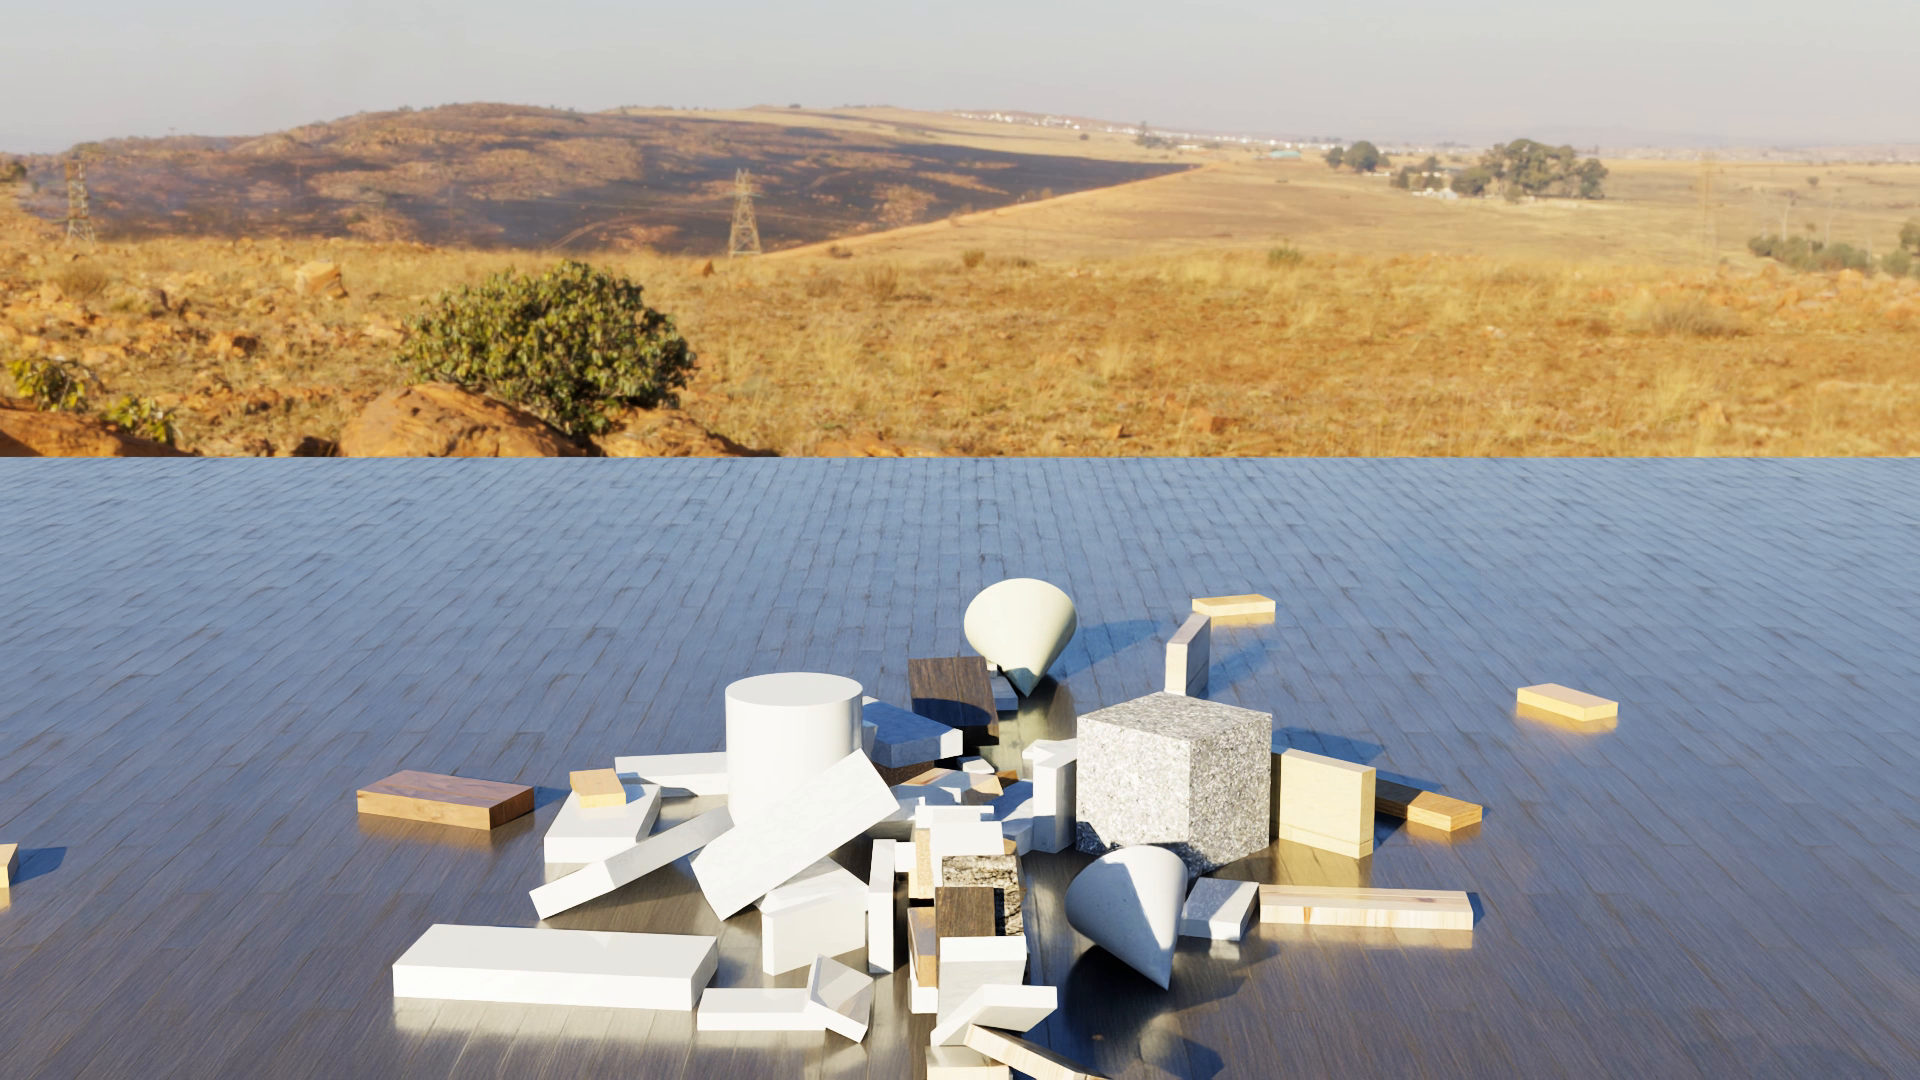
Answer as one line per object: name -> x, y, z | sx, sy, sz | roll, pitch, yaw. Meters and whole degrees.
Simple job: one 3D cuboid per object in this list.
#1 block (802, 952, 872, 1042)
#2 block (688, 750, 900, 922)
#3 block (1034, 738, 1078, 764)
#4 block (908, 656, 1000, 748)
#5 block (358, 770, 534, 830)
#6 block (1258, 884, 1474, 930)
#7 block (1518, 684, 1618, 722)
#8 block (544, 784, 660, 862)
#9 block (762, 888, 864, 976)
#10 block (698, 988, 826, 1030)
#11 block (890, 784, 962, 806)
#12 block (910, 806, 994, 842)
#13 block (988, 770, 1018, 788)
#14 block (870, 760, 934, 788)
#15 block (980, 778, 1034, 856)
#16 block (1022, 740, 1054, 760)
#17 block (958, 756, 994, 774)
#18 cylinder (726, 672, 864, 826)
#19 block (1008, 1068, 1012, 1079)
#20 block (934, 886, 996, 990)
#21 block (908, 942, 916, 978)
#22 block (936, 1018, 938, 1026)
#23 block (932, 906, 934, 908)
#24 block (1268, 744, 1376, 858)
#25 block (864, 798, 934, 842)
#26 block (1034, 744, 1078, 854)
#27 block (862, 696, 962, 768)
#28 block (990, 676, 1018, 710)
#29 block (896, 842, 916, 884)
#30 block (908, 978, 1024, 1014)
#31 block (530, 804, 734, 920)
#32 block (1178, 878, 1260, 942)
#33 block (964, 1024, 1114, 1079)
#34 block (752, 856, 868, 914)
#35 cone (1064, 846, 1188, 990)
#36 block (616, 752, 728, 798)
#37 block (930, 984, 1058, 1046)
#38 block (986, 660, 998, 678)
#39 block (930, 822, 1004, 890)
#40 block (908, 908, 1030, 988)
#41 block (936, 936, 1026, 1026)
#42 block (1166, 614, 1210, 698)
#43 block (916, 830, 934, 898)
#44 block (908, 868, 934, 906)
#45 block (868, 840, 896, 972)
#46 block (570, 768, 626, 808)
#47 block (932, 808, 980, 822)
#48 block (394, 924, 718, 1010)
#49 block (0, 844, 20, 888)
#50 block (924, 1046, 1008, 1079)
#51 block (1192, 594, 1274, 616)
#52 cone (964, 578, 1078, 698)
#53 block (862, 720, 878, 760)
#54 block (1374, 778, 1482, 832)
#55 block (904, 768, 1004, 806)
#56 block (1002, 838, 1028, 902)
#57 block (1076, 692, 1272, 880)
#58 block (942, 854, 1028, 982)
block -> -0.174, 0.654, 3.151 | 0.090, 0.025, 0.180 | 26, 9, -5
block -> -0.276, 0.483, 3.629 | 0.340, 0.048, 0.170 | -32, 22, -7
block -> 0.340, 0.426, 4.430 | 0.361, 0.044, 0.154 | -7, 13, -33
block -> -0.016, 0.338, 4.619 | 0.168, 0.048, 0.336 | -2, 22, -4
block -> -0.963, 0.485, 4.119 | 0.292, 0.041, 0.146 | 4, 11, 22
block -> 0.655, 0.595, 3.566 | 0.334, 0.028, 0.100 | 1, 11, 6
block -> 1.338, 0.357, 4.848 | 0.100, 0.028, 0.200 | -6, 12, -29
block -> -0.642, 0.510, 3.977 | 0.158, 0.045, 0.316 | 0, 11, 0
block -> -0.223, 0.599, 3.373 | 0.180, 0.090, 0.026 | -10, 14, -42
block -> -0.281, 0.673, 3.154 | 0.180, 0.026, 0.090 | 0, 11, 0
block -> -0.120, 0.473, 3.853 | 0.126, 0.036, 0.252 | 8, -20, -32
block -> -0.017, 0.499, 3.687 | 0.126, 0.036, 0.253 | 0, -23, -4
block -> 0.021, 0.464, 4.163 | 0.162, 0.023, 0.081 | -12, 3, 36
block -> -0.236, 0.433, 4.383 | 0.336, 0.048, 0.168 | 8, 13, 36
block -> 0.108, 0.505, 4.005 | 0.154, 0.044, 0.309 | 6, 12, 30
block -> 0.166, 0.429, 4.498 | 0.049, 0.014, 0.097 | 4, 11, 19
block -> 0.031, 0.451, 4.379 | 0.049, 0.014, 0.097 | -3, 11, -15
cylinder -> -0.303, 0.395, 4.035 | 0.250, 0.250, 0.250 | 0, 11, 0
block -> 0.013, 0.698, 2.864 | 0.097, 0.028, 0.194 | 0, -6, -3
block -> 0.007, 0.514, 2.847 | 0.077, 0.022, 0.154 | 0, 39, -2
block -> -0.001, 0.608, 3.241 | 0.148, 0.042, 0.296 | -1, -5, -2
block -> 0.006, 0.678, 3.065 | 0.060, 0.017, 0.120 | 0, -4, -9
block -> -0.020, 0.582, 3.453 | 0.049, 0.014, 0.097 | -3, -5, 12
block -> 0.601, 0.459, 3.952 | 0.310, 0.155, 0.044 | 10, 14, 43
block -> -0.095, 0.487, 3.777 | 0.126, 0.036, 0.253 | -6, -18, 10
block -> 0.235, 0.448, 4.011 | 0.044, 0.155, 0.338 | 6, 12, 30
block -> -0.162, 0.382, 4.399 | 0.168, 0.048, 0.336 | -8, 13, -35
block -> 0.067, 0.343, 4.924 | 0.097, 0.027, 0.194 | -1, 11, -7
block -> -0.023, 0.525, 3.569 | 0.158, 0.045, 0.316 | -1, -12, -1
block -> 0.004, 0.630, 3.054 | 0.148, 0.042, 0.296 | 0, -11, -3
block -> -0.538, 0.532, 3.654 | 0.170, 0.048, 0.340 | -25, -3, 30
block -> 0.419, 0.596, 3.559 | 0.100, 0.028, 0.200 | 3, 11, 16
block -> 0.100, 0.640, 2.691 | 0.182, 0.026, 0.091 | 13, -8, 46
block -> -0.287, 0.565, 3.681 | 0.155, 0.044, 0.310 | -5, 12, -26
cone -> 0.282, 0.607, 3.330 | 0.202, 0.202, 0.202 | -3, 37, -16
block -> -0.521, 0.456, 4.278 | 0.292, 0.041, 0.146 | -2, 11, -10
block -> 0.040, 0.606, 2.772 | 0.091, 0.026, 0.267 | 5, -26, -14
block -> 0.016, 0.297, 5.082 | 0.101, 0.029, 0.202 | -2, 1, -10
block -> 0.014, 0.466, 2.990 | 0.099, 0.028, 0.198 | -1, 39, -4
block -> 0.008, 0.556, 3.024 | 0.148, 0.042, 0.296 | -1, 3, -4
block -> 0.023, 0.559, 2.734 | 0.099, 0.028, 0.399 | -1, -25, -2
block -> 0.513, 0.275, 4.940 | 0.044, 0.154, 0.309 | 4, 11, 16
block -> -0.026, 0.485, 3.297 | 0.078, 0.022, 0.156 | -1, 23, -2
block -> 0.001, 0.547, 3.457 | 0.158, 0.045, 0.316 | 0, -12, 0
block -> -0.120, 0.569, 3.436 | 0.036, 0.126, 0.253 | 0, 11, 0
block -> -0.671, 0.459, 4.067 | 0.081, 0.023, 0.162 | -3, 11, -16
block -> -0.005, 0.462, 3.409 | 0.074, 0.021, 0.148 | 0, 22, 0
block -> -0.600, 0.637, 3.286 | 0.446, 0.048, 0.170 | 1, 11, 7
block -> -1.740, 0.561, 3.726 | 0.252, 0.036, 0.126 | -3, 11, -15
block -> 0.006, 0.657, 2.741 | 0.097, 0.028, 0.194 | 0, -5, -2
block -> 0.727, 0.173, 5.838 | 0.194, 0.027, 0.097 | -4, 11, -19
cone -> 0.146, 0.274, 5.043 | 0.265, 0.265, 0.265 | 0, 37, -2
block -> -0.305, 0.382, 4.235 | 0.292, 0.146, 0.041 | 18, 9, 27
block -> 0.825, 0.489, 4.136 | 0.097, 0.027, 0.304 | -9, 14, -41
block -> -0.037, 0.465, 4.022 | 0.126, 0.036, 0.252 | -23, 8, -25
block -> 0.052, 0.481, 3.266 | 0.078, 0.022, 0.156 | 19, 15, -11
block -> 0.377, 0.427, 3.880 | 0.243, 0.243, 0.243 | 9, 14, 41
block -> 0.031, 0.499, 2.906 | 0.099, 0.028, 0.198 | -1, 39, -4
